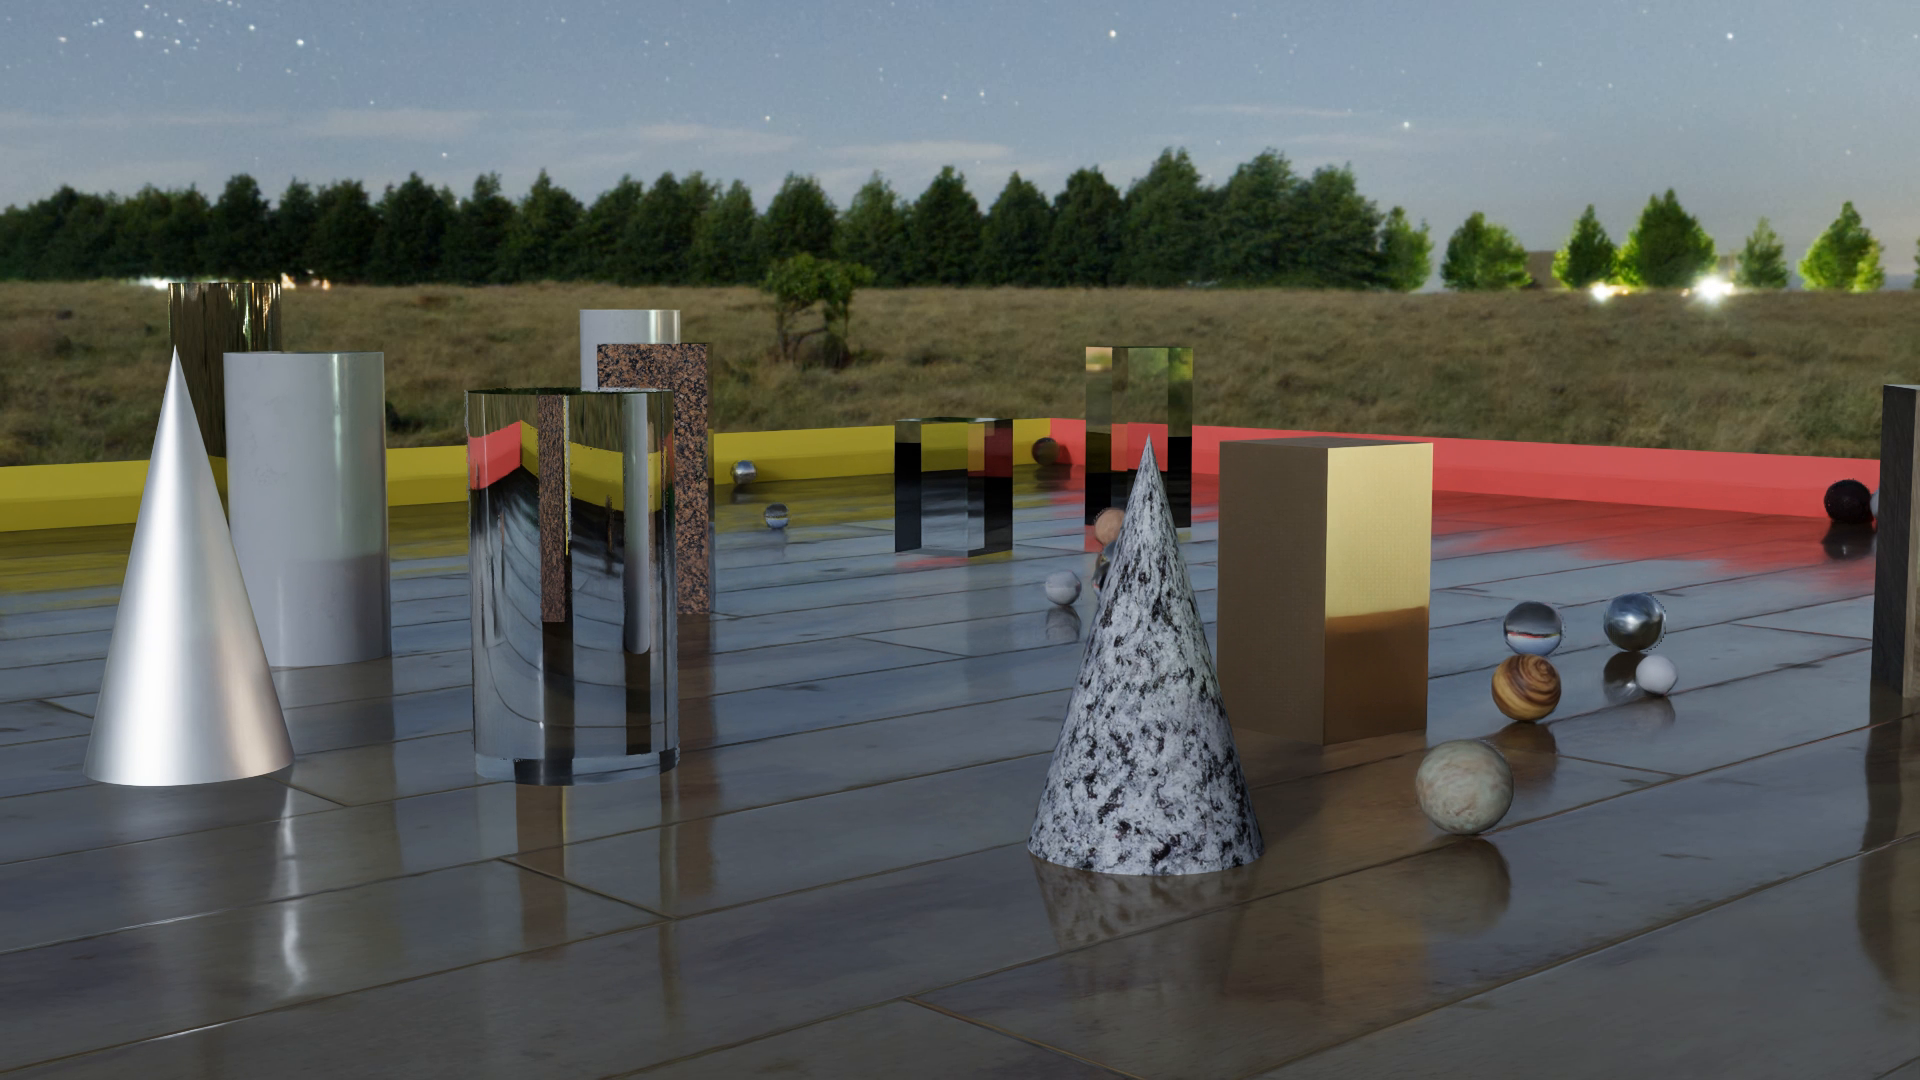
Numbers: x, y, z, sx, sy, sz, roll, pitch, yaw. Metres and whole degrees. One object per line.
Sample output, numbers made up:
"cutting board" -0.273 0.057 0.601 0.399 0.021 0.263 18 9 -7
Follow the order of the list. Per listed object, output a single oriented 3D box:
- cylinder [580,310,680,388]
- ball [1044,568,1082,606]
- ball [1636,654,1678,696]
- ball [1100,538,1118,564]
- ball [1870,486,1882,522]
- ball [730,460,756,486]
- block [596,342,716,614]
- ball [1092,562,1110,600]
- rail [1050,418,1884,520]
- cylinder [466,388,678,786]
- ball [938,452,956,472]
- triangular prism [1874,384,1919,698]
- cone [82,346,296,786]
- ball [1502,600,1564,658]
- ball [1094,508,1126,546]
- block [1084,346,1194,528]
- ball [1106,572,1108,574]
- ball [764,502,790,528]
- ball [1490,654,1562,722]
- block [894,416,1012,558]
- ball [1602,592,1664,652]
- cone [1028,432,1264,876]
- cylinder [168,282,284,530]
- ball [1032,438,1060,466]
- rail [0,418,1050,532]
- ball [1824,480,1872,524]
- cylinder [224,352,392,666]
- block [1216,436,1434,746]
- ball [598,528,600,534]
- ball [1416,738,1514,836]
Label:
"cylinder" -0.652 -0.233 4.369 0.198 0.446 0.198 0 6 0
"ball" 0.156 0.072 3.326 0.056 0.056 0.056 0 6 0
"ball" 0.808 0.157 2.552 0.047 0.047 0.047 0 6 0
"ball" 0.268 0.035 3.580 0.077 0.077 0.077 0 6 0
"ball" 1.927 -0.073 4.536 0.093 0.093 0.093 0 6 0
"ball" -0.555 -0.173 5.626 0.065 0.065 0.065 0 6 0
"block" -0.453 -0.096 3.297 0.158 0.396 0.158 0 6 -3
"ball" 0.233 0.065 3.331 0.067 0.067 0.067 0 6 0
"rail" 1.695 -0.129 4.887 0.045 0.129 4.268 -5 8 -42
"cylinder" -0.377 0.038 2.147 0.198 0.367 0.198 0 6 0
"ball" -0.036 -0.217 6.121 0.051 0.051 0.051 0 6 0
"triangular prism" 1.150 -0.005 2.620 0.171 0.355 0.149 -2 6 -19
"cone" -0.758 0.016 2.145 0.198 0.412 0.198 0 6 0
"ball" 0.735 0.115 2.820 0.075 0.075 0.075 0 6 0
"ball" 0.290 -0.020 4.113 0.076 0.076 0.076 0 6 0
"block" 0.369 -0.213 4.543 0.158 0.370 0.158 -3 7 -29
"ball" 0.256 0.060 3.449 0.054 0.054 0.054 0 6 0
"ball" -0.374 -0.050 4.501 0.053 0.053 0.053 0 6 0
"ball" 0.615 0.160 2.387 0.075 0.075 0.075 0 6 0
"block" -0.011 -0.101 4.072 0.158 0.244 0.158 4 7 32
"ball" 0.883 0.107 2.881 0.077 0.077 0.077 0 6 0
"cone" 0.155 0.084 1.820 0.198 0.345 0.198 0 6 0
"cylinder" -1.348 -0.225 4.060 0.198 0.494 0.198 0 6 0
"ball" 0.248 -0.256 6.341 0.081 0.081 0.081 0 6 0
"rail" -1.431 -0.127 4.874 4.660 0.129 0.045 -5 8 -42
"ball" 1.860 -0.081 4.608 0.093 0.093 0.093 0 6 0
"cylinder" -0.840 -0.046 2.837 0.198 0.391 0.198 0 6 0
"block" 0.388 0.048 2.352 0.158 0.306 0.158 -4 7 -37
"ball" -0.677 -0.017 4.246 0.042 0.042 0.042 0 6 0
"ball" 0.430 0.210 1.874 0.082 0.082 0.082 0 6 0
